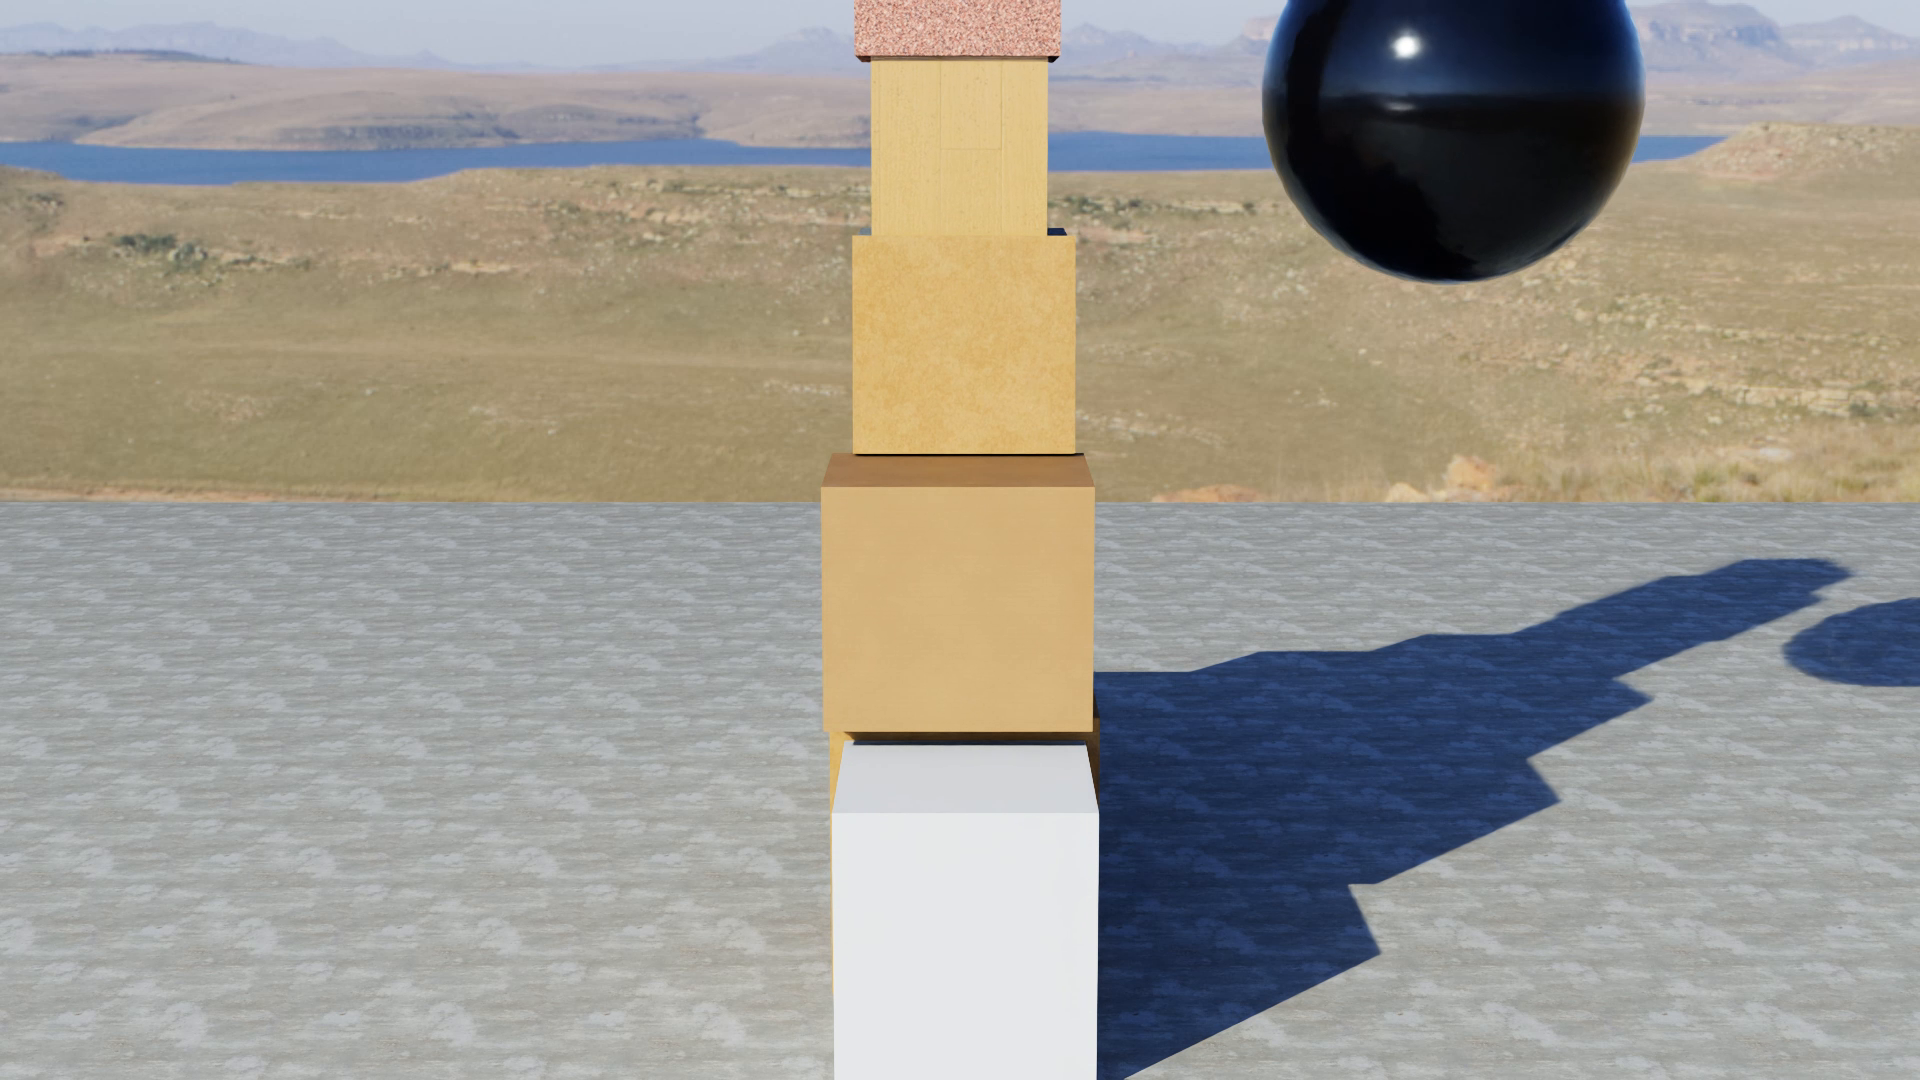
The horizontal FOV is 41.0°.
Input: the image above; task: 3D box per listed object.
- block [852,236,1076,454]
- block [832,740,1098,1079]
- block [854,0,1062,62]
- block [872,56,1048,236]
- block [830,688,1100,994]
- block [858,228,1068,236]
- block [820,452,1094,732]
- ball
[{"bbox_3d":[0.014,-0.790,10.537,0.873,0.852,0.956,0,3,0],"label":"block"},{"bbox_3d":[0.019,1.345,9.343,0.913,1.011,0.971,0,10,0],"label":"block"},{"bbox_3d":[-0.009,-2.476,10.771,0.836,0.899,0.862,0,9,0],"label":"block"},{"bbox_3d":[-0.003,-1.656,10.902,0.721,0.762,0.805,0,9,0],"label":"block"},{"bbox_3d":[0.017,1.123,10.326,1.026,1.097,1.023,0,10,0],"label":"block"},{"bbox_3d":[0.012,-0.890,11.523,0.935,0.949,0.897,0,12,0],"label":"block"},{"bbox_3d":[-0.008,0.182,9.864,1.000,0.919,0.859,0,10,0],"label":"block"},{"bbox_3d":[2.074,-1.879,10.839,1.600,1.600,1.600,0,10,0],"label":"ball"}]
